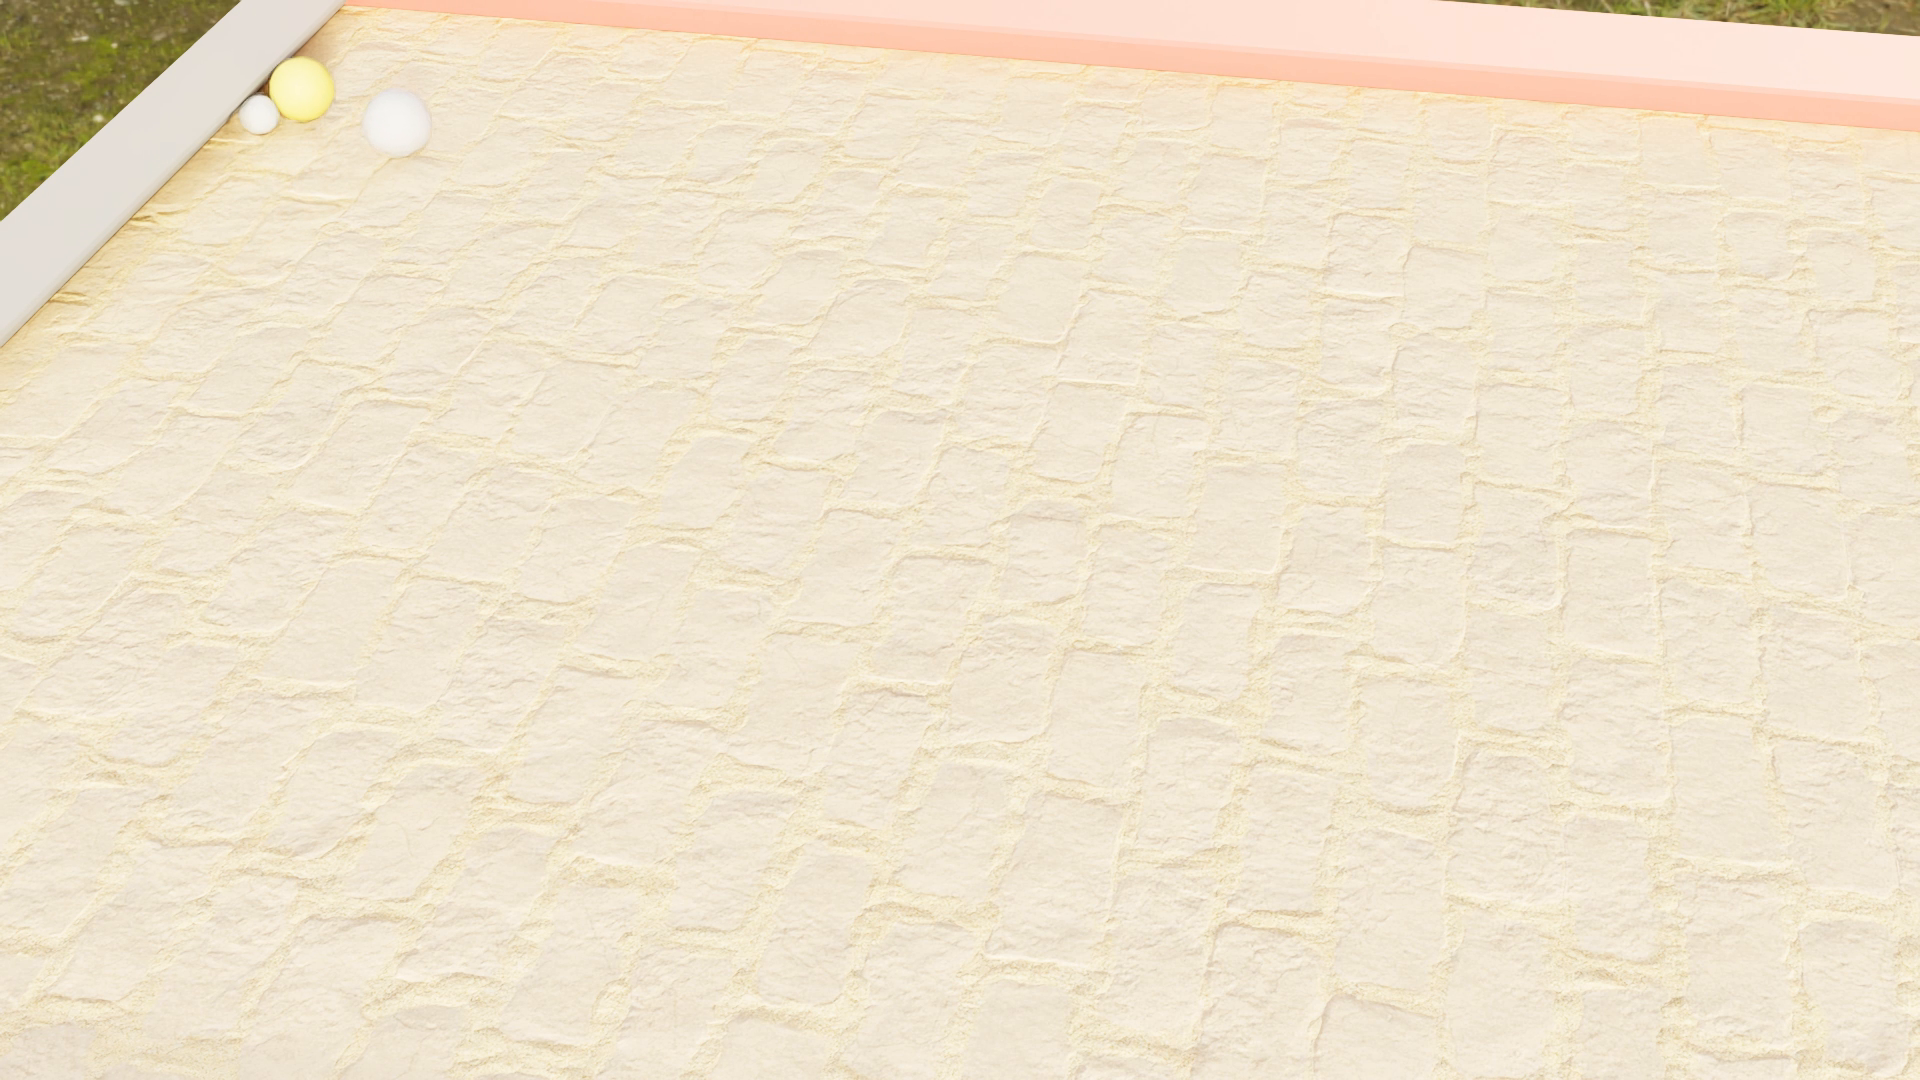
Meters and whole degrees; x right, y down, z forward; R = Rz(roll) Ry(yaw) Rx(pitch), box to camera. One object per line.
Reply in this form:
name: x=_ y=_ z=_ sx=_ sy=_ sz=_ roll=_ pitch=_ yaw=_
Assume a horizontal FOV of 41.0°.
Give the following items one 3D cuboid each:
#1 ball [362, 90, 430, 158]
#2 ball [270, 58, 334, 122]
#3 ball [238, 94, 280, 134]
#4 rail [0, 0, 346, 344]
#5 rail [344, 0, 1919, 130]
ball: x=-0.556 y=-0.410 z=2.530 sx=0.066 sy=0.066 sz=0.066 roll=0 pitch=34 yaw=0
ball: x=-0.667 y=-0.456 z=2.599 sx=0.063 sy=0.063 sz=0.063 roll=0 pitch=34 yaw=0
ball: x=-0.705 y=-0.428 z=2.578 sx=0.040 sy=0.040 sz=0.040 roll=0 pitch=34 yaw=0
rail: x=-0.848 y=-0.111 z=2.064 sx=0.045 sy=0.099 sz=1.895 roll=6 pitch=35 yaw=9
rail: x=1.050 y=-0.433 z=2.533 sx=3.553 sy=0.099 sz=0.045 roll=6 pitch=35 yaw=9
